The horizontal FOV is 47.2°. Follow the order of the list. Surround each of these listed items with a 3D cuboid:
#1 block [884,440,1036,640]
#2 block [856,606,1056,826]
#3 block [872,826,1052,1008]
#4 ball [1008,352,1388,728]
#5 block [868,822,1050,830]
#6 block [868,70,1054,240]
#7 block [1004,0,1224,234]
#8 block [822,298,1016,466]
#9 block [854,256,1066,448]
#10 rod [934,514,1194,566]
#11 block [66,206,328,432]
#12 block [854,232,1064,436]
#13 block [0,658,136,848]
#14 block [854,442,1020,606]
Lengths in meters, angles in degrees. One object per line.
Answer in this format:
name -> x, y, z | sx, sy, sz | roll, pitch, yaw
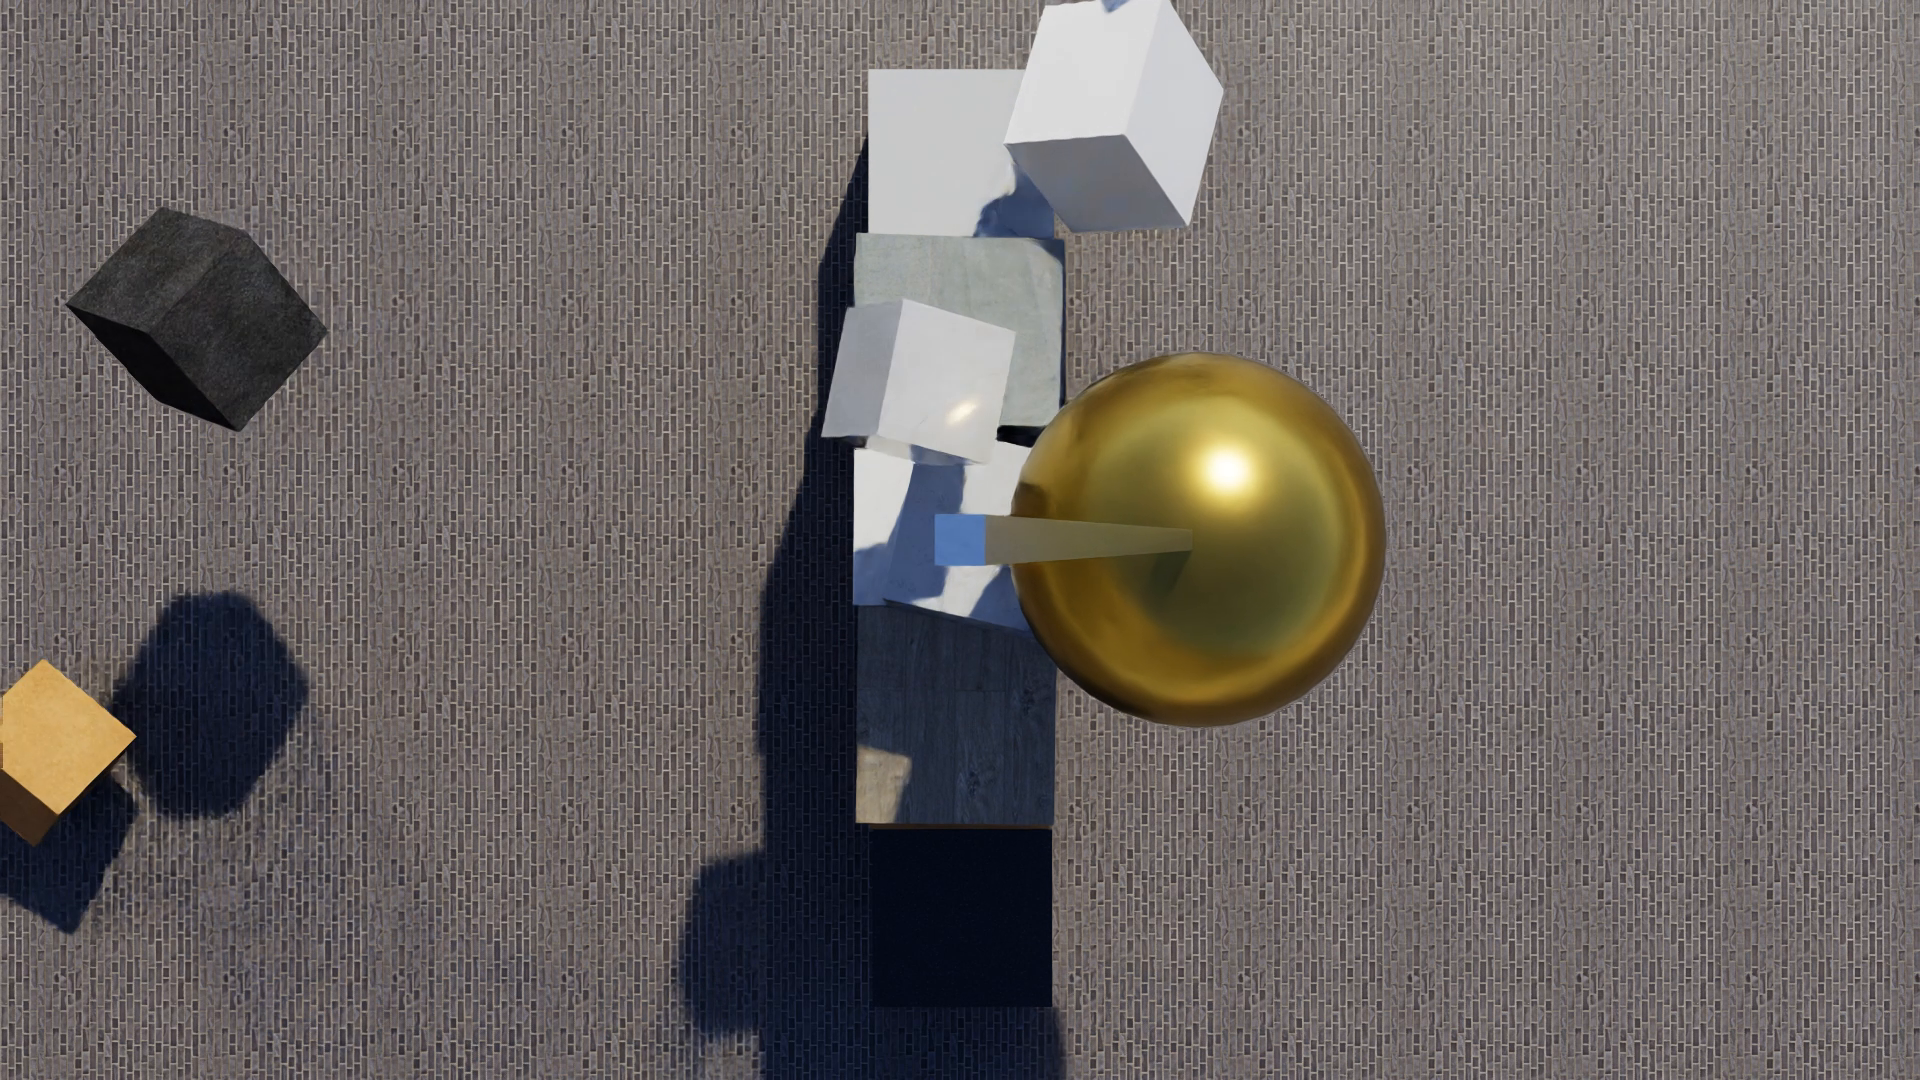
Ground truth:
block -> 0.152, -0.010, 10.615 | 0.857, 0.791, 0.836 | 13, 86, 1
block -> -0.019, 0.878, 11.485 | 0.992, 1.001, 1.080 | 1, 90, 0
block -> 0.014, 2.069, 12.514 | 0.983, 0.972, 0.971 | 0, 90, 0
ball -> 1.000, 0.000, 9.346 | 1.600, 1.600, 1.600 | 0, 90, 0
block -> -0.006, 1.117, 12.493 | 0.982, 1.015, 0.918 | 0, 90, 0
block -> 0.007, -2.052, 12.468 | 1.005, 1.064, 1.006 | 0, 90, 0
block -> 0.781, -2.117, 10.991 | 0.666, 0.785, 0.832 | 2, 64, 32
block -> -0.185, -0.683, 9.695 | 0.564, 0.559, 0.595 | 13, 85, -28
block -> -0.002, -0.977, 12.479 | 1.153, 1.041, 1.124 | 0, 90, 0
rod -> 0.433, 0.000, 5.993 | 0.080, 5.200, 0.080 | 0, 90, 10
block -> -3.728, -1.086, 10.774 | 0.734, 0.713, 0.679 | 18, 62, 37
block -> -0.013, -1.050, 11.471 | 1.040, 0.976, 0.936 | 2, 90, 0
block -> -5.223, 1.211, 12.471 | 0.671, 0.631, 0.631 | 43, 50, -9
block -> -0.111, -0.103, 11.535 | 0.849, 0.905, 0.788 | 1, 96, 0
